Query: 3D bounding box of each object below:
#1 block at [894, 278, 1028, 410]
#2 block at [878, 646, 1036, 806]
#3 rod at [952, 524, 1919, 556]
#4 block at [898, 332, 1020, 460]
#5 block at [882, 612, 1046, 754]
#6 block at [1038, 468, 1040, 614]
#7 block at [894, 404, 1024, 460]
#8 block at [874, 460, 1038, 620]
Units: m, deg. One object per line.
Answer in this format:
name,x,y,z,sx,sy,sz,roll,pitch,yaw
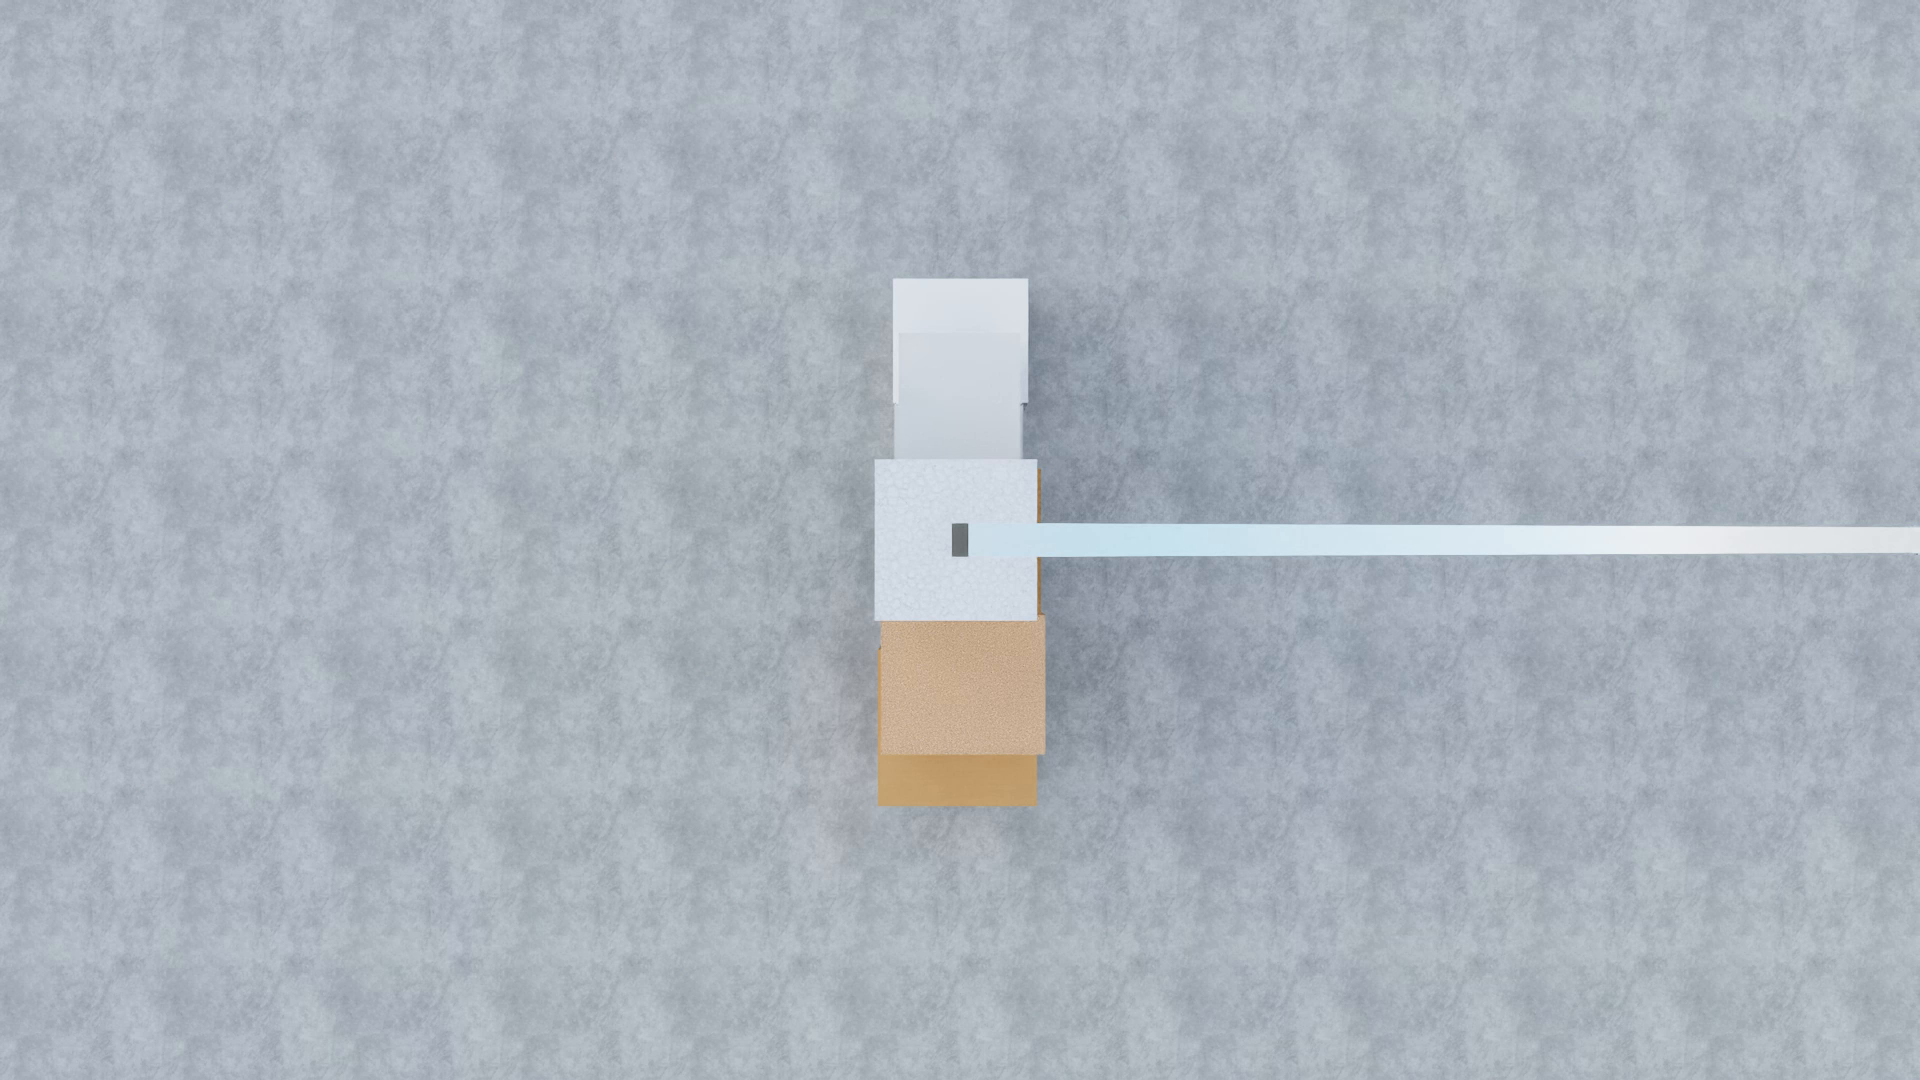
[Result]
block,0.004,-1.116,12.653,0.756,0.694,0.693,0,90,0
block,-0.014,1.032,12.539,0.874,0.923,0.861,0,90,0
rod,2.234,0.000,6.548,5.200,0.080,0.080,0,90,-31
block,-0.003,-0.739,11.983,0.644,0.648,0.730,0,91,0
block,0.017,0.748,11.721,0.849,0.712,0.721,0,90,0
block,0.007,0.005,11.793,0.821,0.875,0.746,0,90,0
block,-0.007,-0.427,12.656,0.720,0.688,0.664,0,90,0
block,-0.019,0.000,10.386,0.741,0.714,0.736,0,90,0
